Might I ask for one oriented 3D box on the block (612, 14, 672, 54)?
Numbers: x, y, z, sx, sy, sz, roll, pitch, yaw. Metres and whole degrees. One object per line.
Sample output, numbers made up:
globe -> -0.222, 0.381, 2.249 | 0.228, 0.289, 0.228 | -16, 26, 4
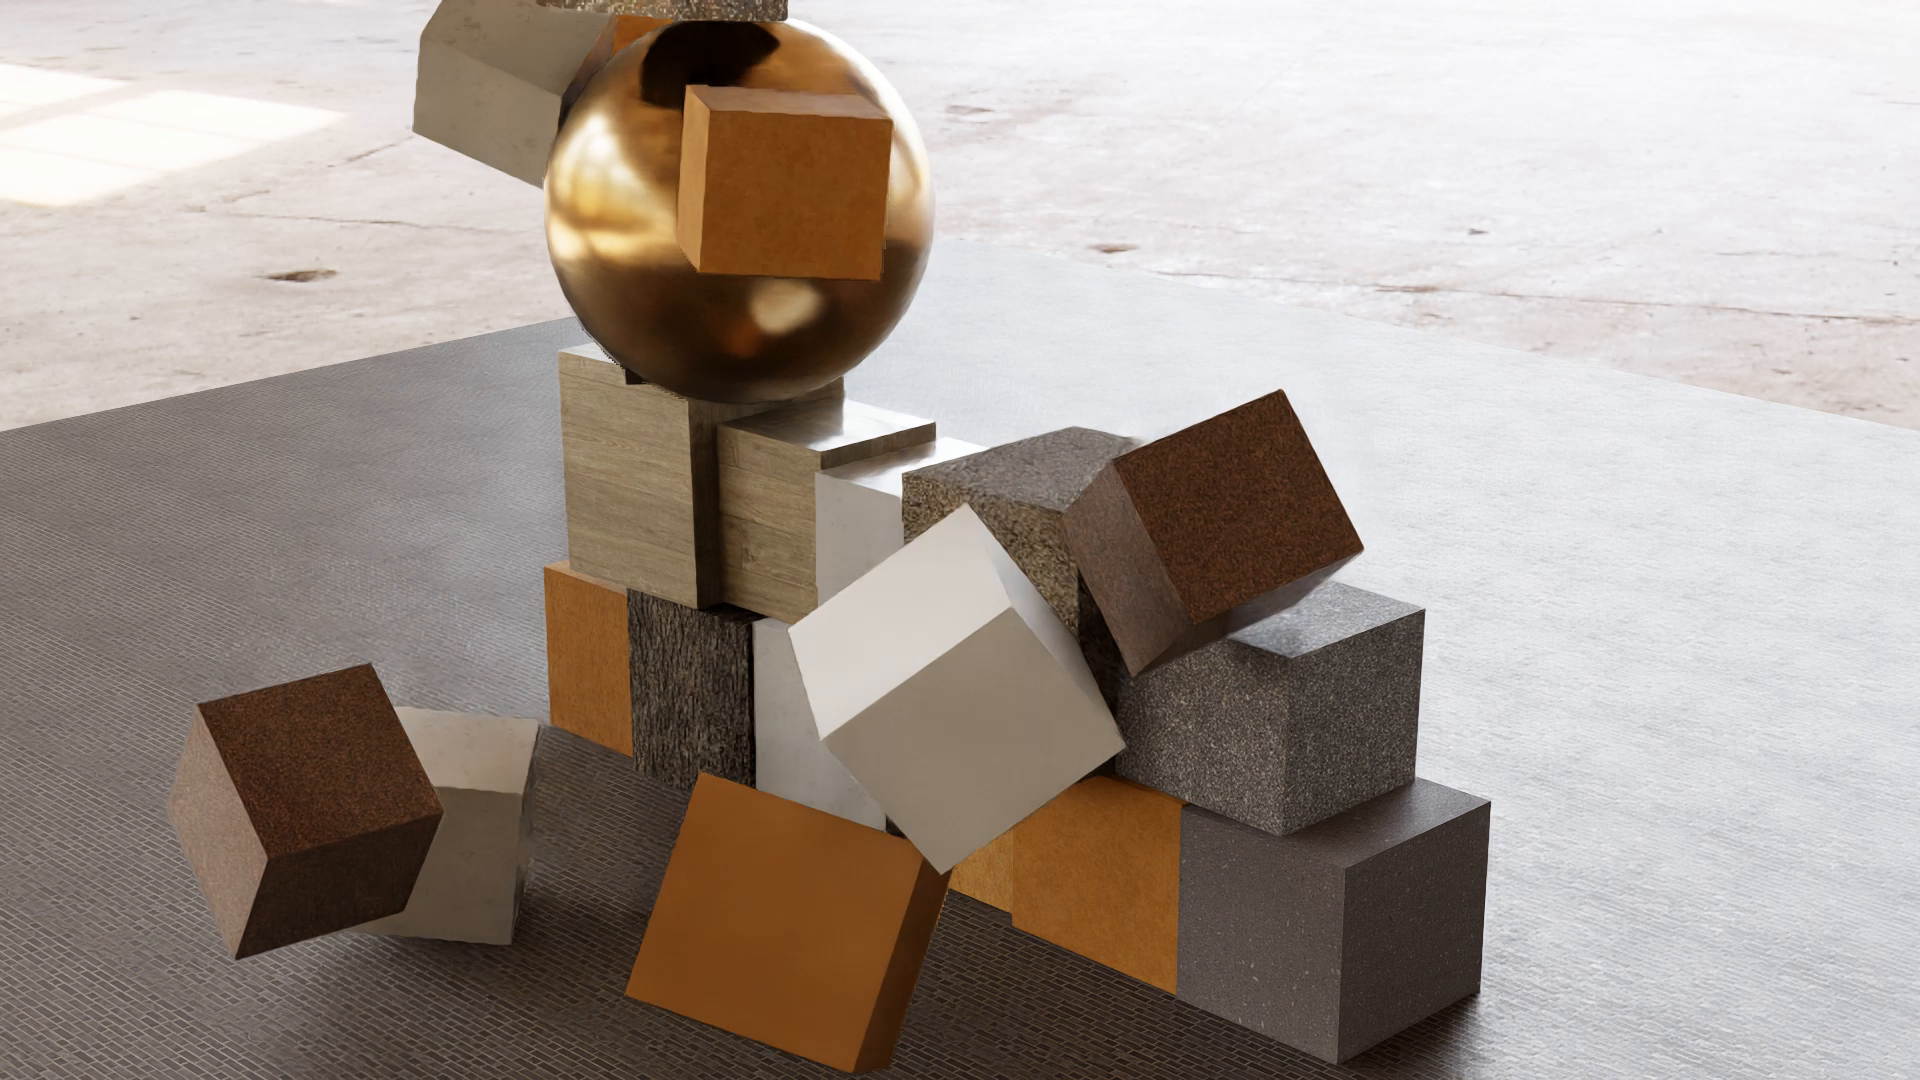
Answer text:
block -> -1.355, -1.943, 13.096 | 0.671, 0.687, 0.657 | 22, 50, 13

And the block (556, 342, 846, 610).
block -> -1.261, -0.404, 14.509 | 0.987, 1.122, 0.997 | 15, 23, 43

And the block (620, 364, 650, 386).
block -> -1.195, -1.358, 13.950 | 0.898, 1.021, 0.881 | -4, 17, -10

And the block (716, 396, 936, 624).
block -> -0.629, -0.133, 13.970 | 0.727, 0.882, 0.738 | 16, 23, 42

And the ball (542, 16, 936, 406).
ball -> -0.898, -1.352, 11.976 | 1.600, 1.600, 1.600 | 0, 17, 0

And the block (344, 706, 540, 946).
block -> -2.312, 1.242, 12.900 | 0.799, 0.733, 0.753 | 6, 21, -4

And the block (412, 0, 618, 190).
block -> -1.837, -1.969, 12.133 | 0.617, 0.664, 0.590 | 24, 59, 0

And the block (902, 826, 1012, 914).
block -> 0.287, 1.145, 13.411 | 0.785, 0.774, 0.786 | -17, 24, -42

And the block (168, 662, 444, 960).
block -> -2.509, 1.034, 11.199 | 0.703, 0.731, 0.705 | -14, 59, -34

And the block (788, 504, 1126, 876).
block -> -0.023, 0.542, 10.826 | 0.830, 0.762, 0.811 | -35, 29, 7

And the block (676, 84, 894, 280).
block -> -0.660, -1.329, 10.859 | 0.670, 0.590, 0.596 | 1, 17, -14

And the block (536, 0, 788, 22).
block -> -1.124, -2.376, 11.300 | 0.658, 0.685, 0.735 | 12, 14, 30

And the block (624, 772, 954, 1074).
block -> -0.628, 1.474, 11.291 | 0.902, 0.870, 0.919 | 18, -6, 9

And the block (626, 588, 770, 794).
block -> -0.977, 0.680, 14.559 | 0.896, 0.973, 0.968 | 17, 24, 42

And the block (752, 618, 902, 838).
block -> -0.329, 0.860, 13.945 | 0.929, 0.997, 0.905 | -17, 24, -42

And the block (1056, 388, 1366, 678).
block -> 0.956, -0.019, 11.374 | 0.764, 0.693, 0.806 | -23, -10, -19

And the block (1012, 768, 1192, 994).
block -> 0.902, 1.296, 12.786 | 0.931, 0.861, 0.968 | -16, 24, -42

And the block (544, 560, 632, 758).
block -> -1.569, 0.546, 15.169 | 0.805, 0.863, 0.800 | -17, 24, -42

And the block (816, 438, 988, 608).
block -> -0.077, 0.067, 13.472 | 0.799, 0.800, 0.846 | 17, 24, 42

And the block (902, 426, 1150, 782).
block -> 0.510, 0.244, 12.773 | 1.026, 1.154, 1.095 | 15, 22, 43

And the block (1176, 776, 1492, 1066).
block -> 1.546, 1.495, 12.167 | 0.973, 0.853, 0.847 | -17, 24, -42

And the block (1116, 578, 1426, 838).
block -> 1.284, 0.631, 12.192 | 0.872, 0.764, 0.904 | -16, 25, -42
